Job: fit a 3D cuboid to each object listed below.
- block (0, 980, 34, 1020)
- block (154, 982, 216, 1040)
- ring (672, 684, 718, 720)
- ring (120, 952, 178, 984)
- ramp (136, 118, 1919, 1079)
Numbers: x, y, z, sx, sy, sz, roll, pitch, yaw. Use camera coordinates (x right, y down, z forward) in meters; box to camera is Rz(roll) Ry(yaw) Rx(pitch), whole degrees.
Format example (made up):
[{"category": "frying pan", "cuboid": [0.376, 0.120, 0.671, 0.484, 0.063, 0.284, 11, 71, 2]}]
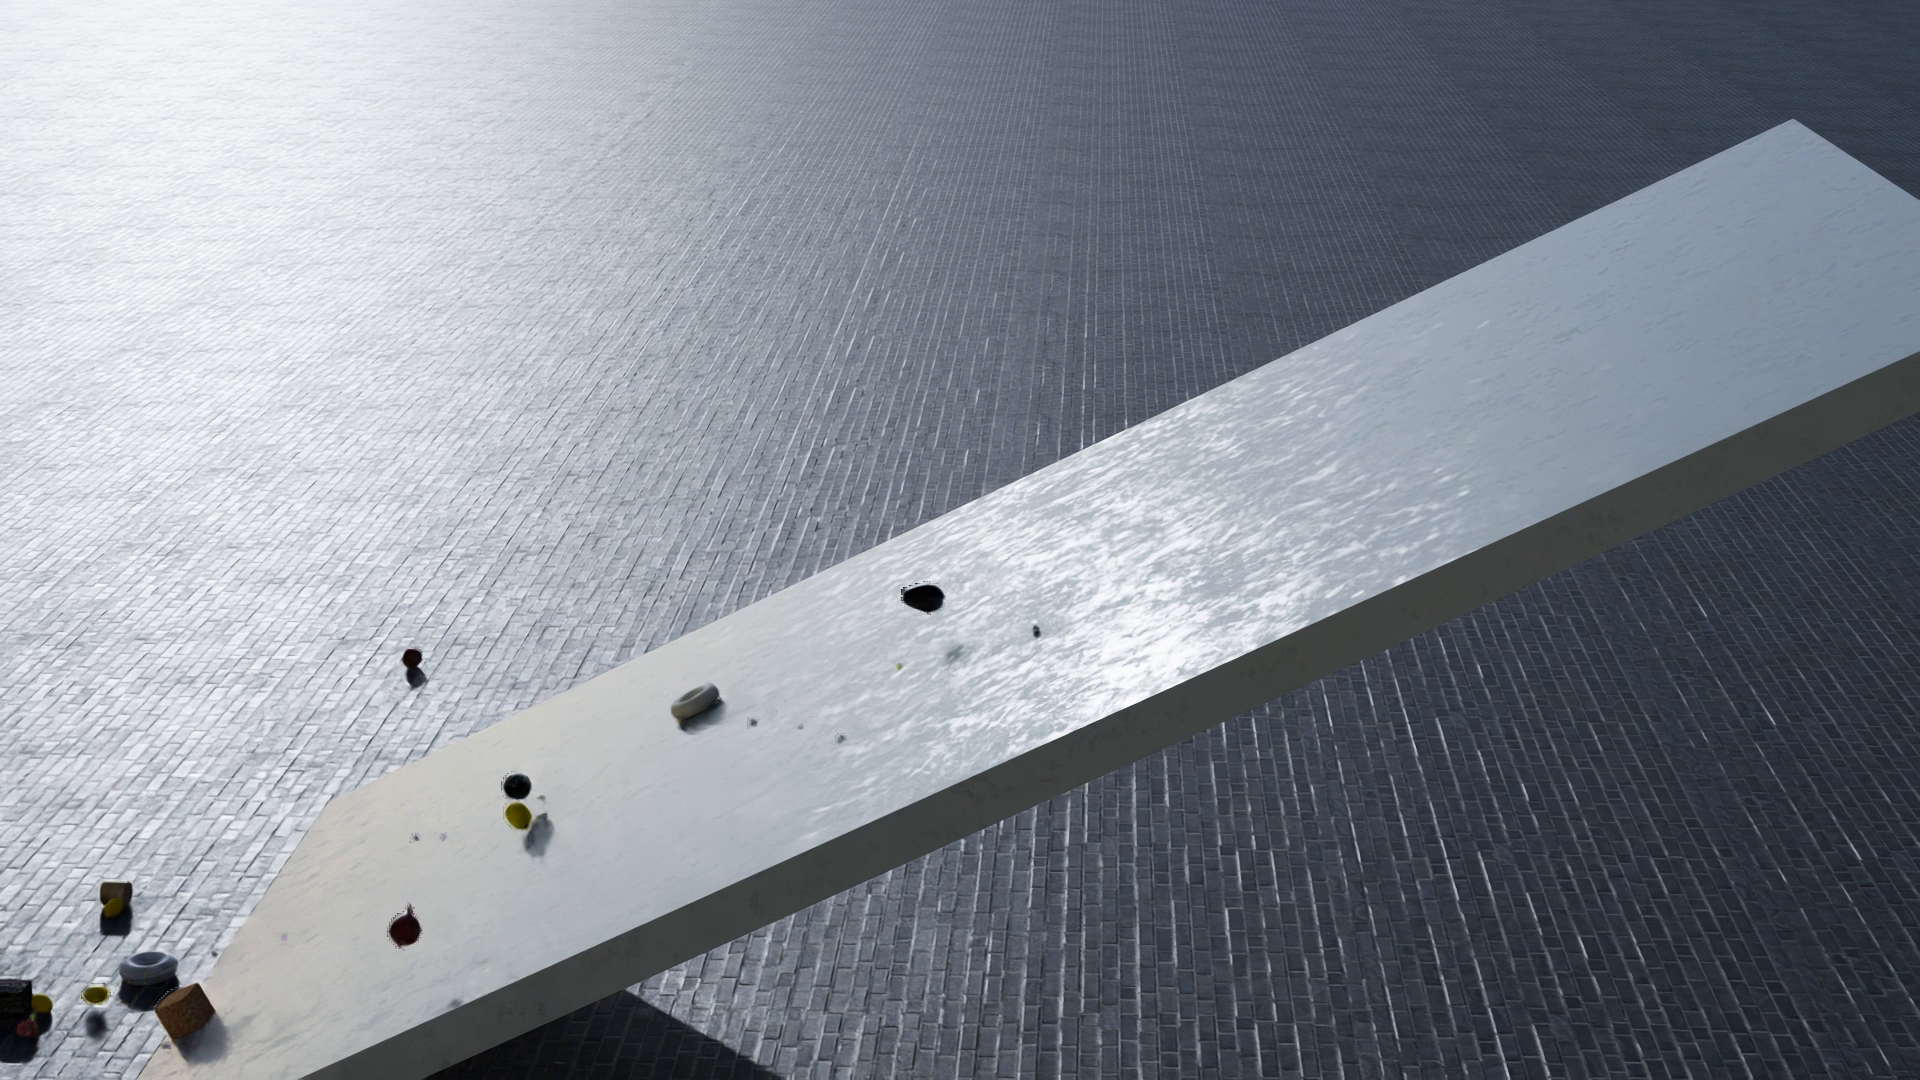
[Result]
[{"category": "block", "cuboid": [-2.114, 1.026, 6.562, 0.068, 0.068, 0.068, 1, 16, 2]}, {"category": "block", "cuboid": [-1.639, 0.997, 6.222, 0.076, 0.076, 0.076, -23, 14, 17]}, {"category": "ring", "cuboid": [-0.599, 0.366, 6.659, 0.118, 0.039, 0.118, -27, 12, 6]}, {"category": "ring", "cuboid": [-1.862, 0.982, 6.753, 0.131, 0.044, 0.131, -1, 15, 0]}, {"category": "ramp", "cuboid": [0.138, 0.168, 6.281, 4.000, 0.100, 2.000, -25, 14, 10]}]
